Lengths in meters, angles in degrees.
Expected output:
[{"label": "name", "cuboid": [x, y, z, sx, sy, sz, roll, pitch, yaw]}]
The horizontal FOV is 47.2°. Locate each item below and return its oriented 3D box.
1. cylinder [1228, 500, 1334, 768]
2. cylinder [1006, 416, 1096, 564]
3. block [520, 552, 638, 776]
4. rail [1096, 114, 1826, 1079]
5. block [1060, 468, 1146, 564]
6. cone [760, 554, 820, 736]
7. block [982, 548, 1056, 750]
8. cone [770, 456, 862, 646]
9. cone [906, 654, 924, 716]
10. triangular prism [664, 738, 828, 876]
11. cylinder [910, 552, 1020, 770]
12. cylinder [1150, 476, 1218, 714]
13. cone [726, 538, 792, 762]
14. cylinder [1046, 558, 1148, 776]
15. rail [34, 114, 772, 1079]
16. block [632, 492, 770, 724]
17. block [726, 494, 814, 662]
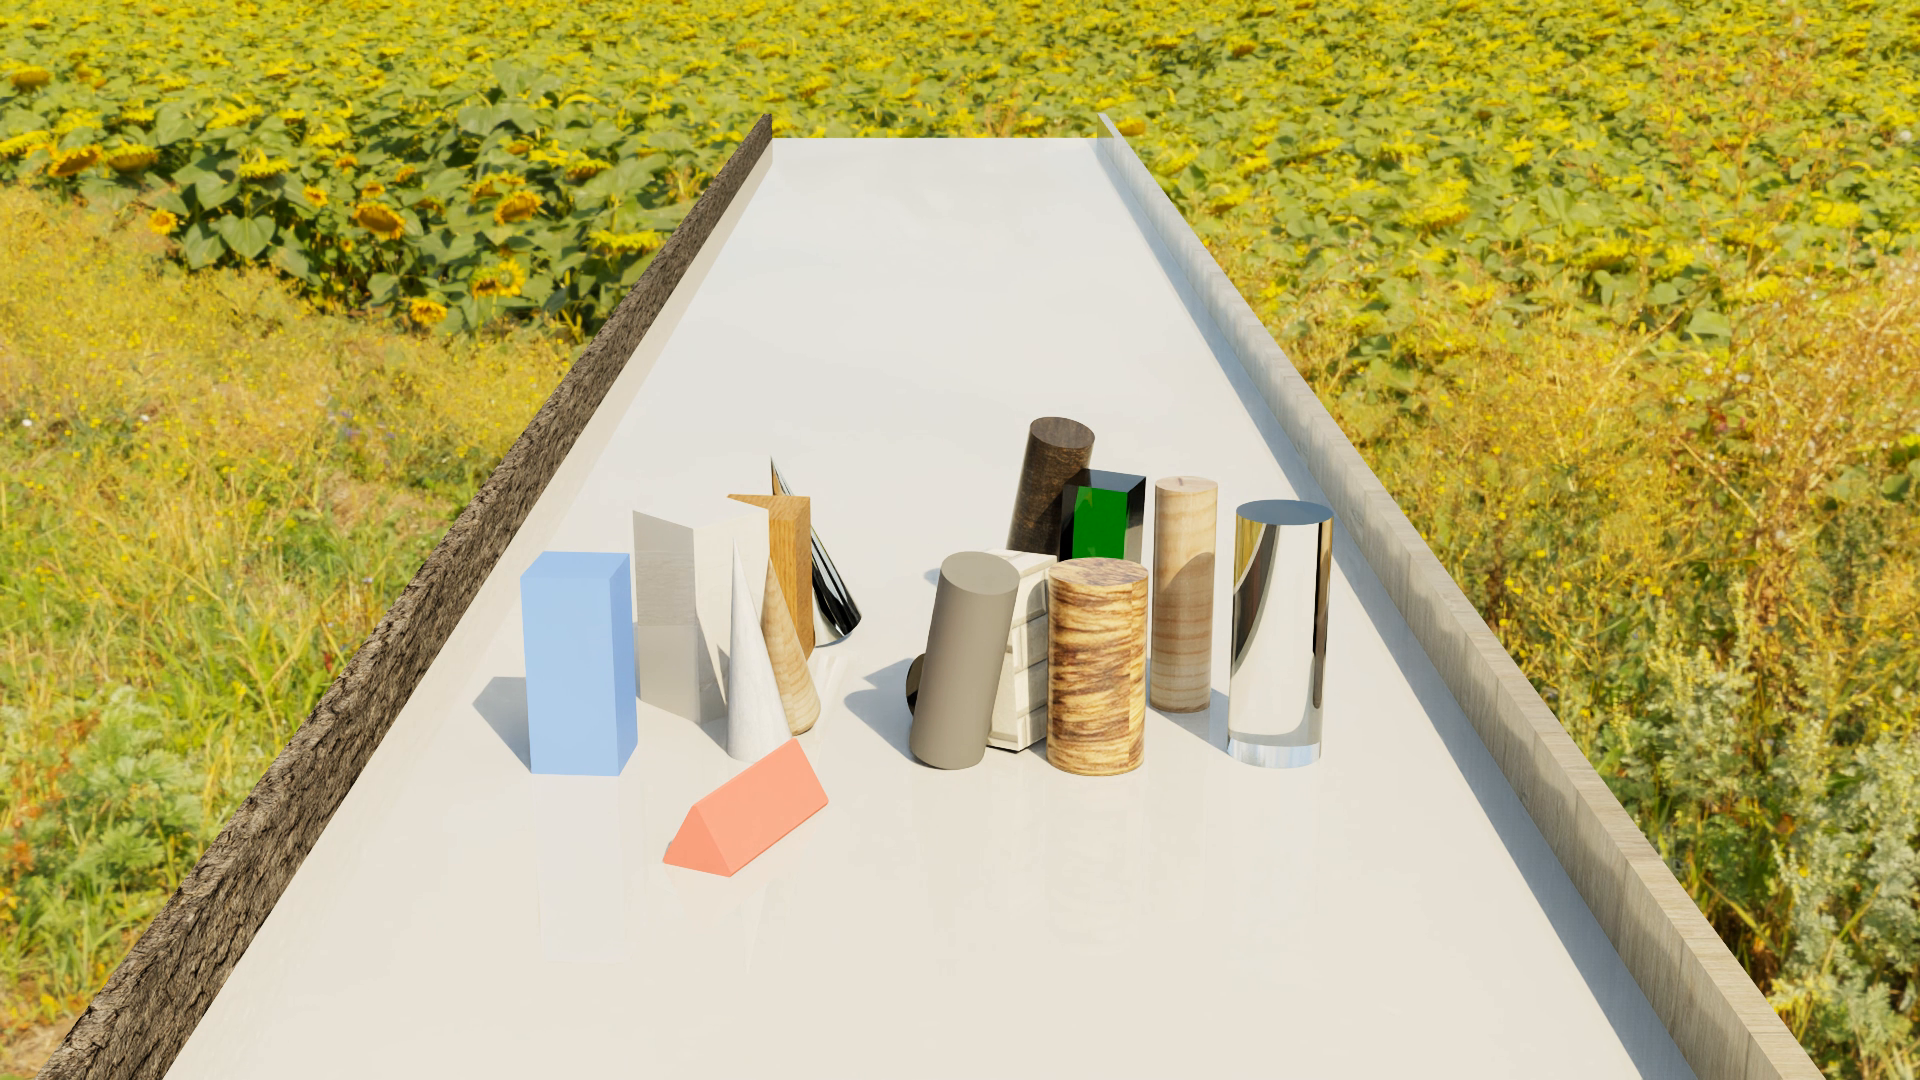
[{"label": "cylinder", "cuboid": [0.564, 0.165, 3.889, 0.168, 0.446, 0.168, 0, 17, 0]}, {"label": "cylinder", "cuboid": [0.171, -0.030, 4.528, 0.134, 0.436, 0.134, 8, 30, -5]}, {"label": "block", "cuboid": [-0.667, 0.216, 3.866, 0.155, 0.361, 0.155, 1, 17, 4]}, {"label": "rail", "cuboid": [0.932, -0.844, 7.801, 0.050, 0.150, 12.000, 0, 17, -1]}, {"label": "block", "cuboid": [0.279, 0.057, 4.386, 0.131, 0.366, 0.131, 8, 18, 19]}, {"label": "cone", "cuboid": [-0.326, 0.168, 3.917, 0.136, 0.410, 0.136, 0, 45, 0]}, {"label": "block", "cuboid": [0.080, 0.195, 3.985, 0.149, 0.323, 0.149, 7, 17, 36]}, {"label": "cone", "cuboid": [-0.333, 0.000, 4.459, 0.179, 0.402, 0.179, -11, 29, 6]}, {"label": "cone", "cuboid": [0.066, 0.281, 4.164, 0.320, 0.136, 0.136, 2, 12, -38]}, {"label": "triangular prism", "cuboid": [-0.347, 0.426, 3.593, 0.125, 0.108, 0.317, 7, 18, 25]}, {"label": "cylinder", "cuboid": [0.006, 0.211, 3.828, 0.137, 0.368, 0.137, 8, 31, -5]}, {"label": "cylinder", "cuboid": [0.418, 0.103, 4.125, 0.116, 0.431, 0.116, 0, 17, 0]}, {"label": "cone", "cuboid": [-0.374, 0.179, 3.868, 0.121, 0.418, 0.121, -4, 24, 2]}, {"label": "cylinder", "cuboid": [0.241, 0.221, 3.874, 0.175, 0.346, 0.175, 0, 16, 0]}, {"label": "rail", "cuboid": [-1.118, -0.838, 7.780, 0.050, 0.150, 12.000, 0, 17, -1]}, {"label": "block", "cuboid": [-0.482, 0.125, 4.143, 0.178, 0.378, 0.178, 16, 23, 42]}, {"label": "block", "cuboid": [-0.389, 0.089, 4.360, 0.165, 0.322, 0.165, 2, 18, 6]}]
